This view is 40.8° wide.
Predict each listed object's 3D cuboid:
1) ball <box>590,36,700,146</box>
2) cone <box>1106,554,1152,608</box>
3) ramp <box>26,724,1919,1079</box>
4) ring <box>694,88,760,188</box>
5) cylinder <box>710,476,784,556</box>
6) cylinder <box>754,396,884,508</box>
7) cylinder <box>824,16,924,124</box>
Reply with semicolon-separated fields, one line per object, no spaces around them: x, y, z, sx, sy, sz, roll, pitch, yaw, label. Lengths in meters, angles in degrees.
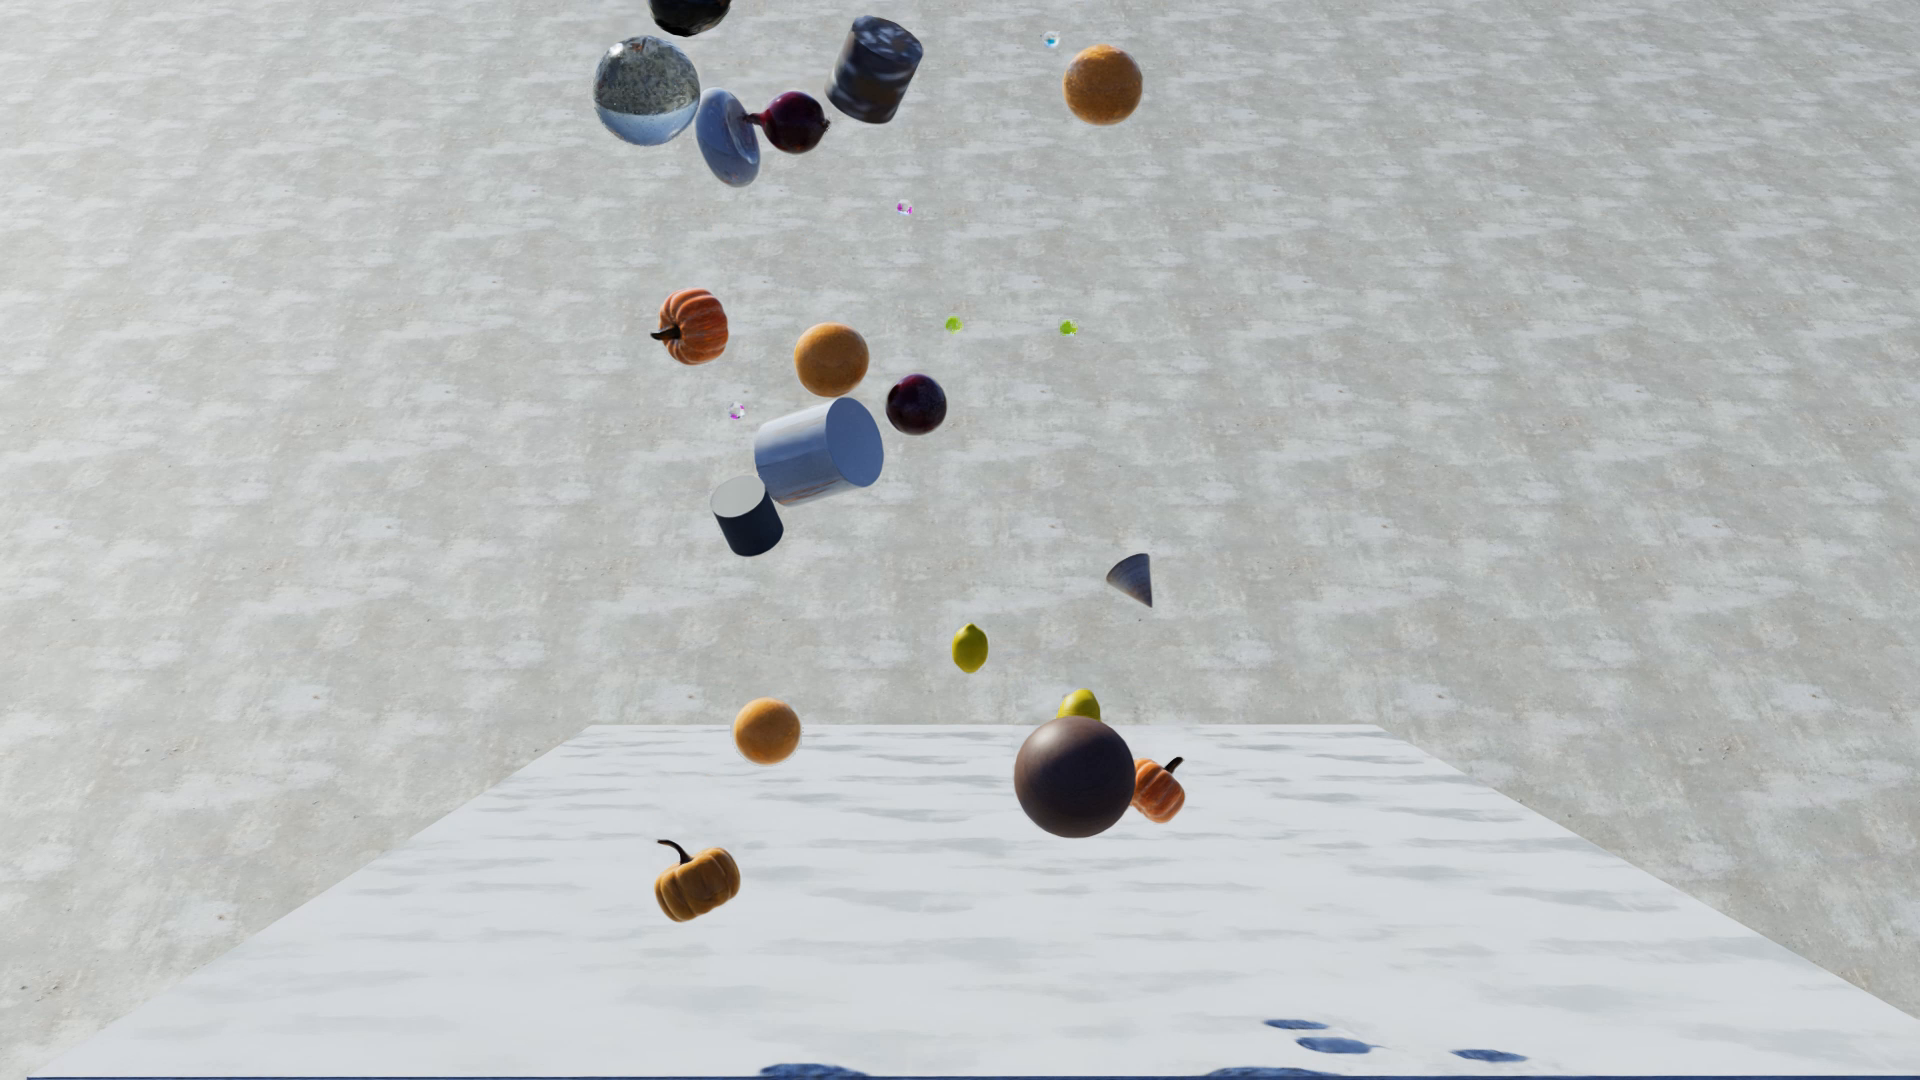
-0.268;-0.383;2.201;0.093;0.093;0.093;0;27;0;ball
0.206;0.056;2.949;0.058;0.058;0.058;-15;59;-27;cone
0.062;0.555;4.592;2.000;0.100;4.000;0;1;0;ramp
-0.219;-0.378;2.424;0.033;0.098;0.098;-17;23;18;ring
-0.197;-0.022;2.384;0.053;0.053;0.053;-11;44;11;cylinder
-0.140;-0.086;2.556;0.091;0.091;0.091;-15;16;34;cylinder
-0.080;-0.433;2.381;0.070;0.070;0.070;18;38;-15;cylinder
